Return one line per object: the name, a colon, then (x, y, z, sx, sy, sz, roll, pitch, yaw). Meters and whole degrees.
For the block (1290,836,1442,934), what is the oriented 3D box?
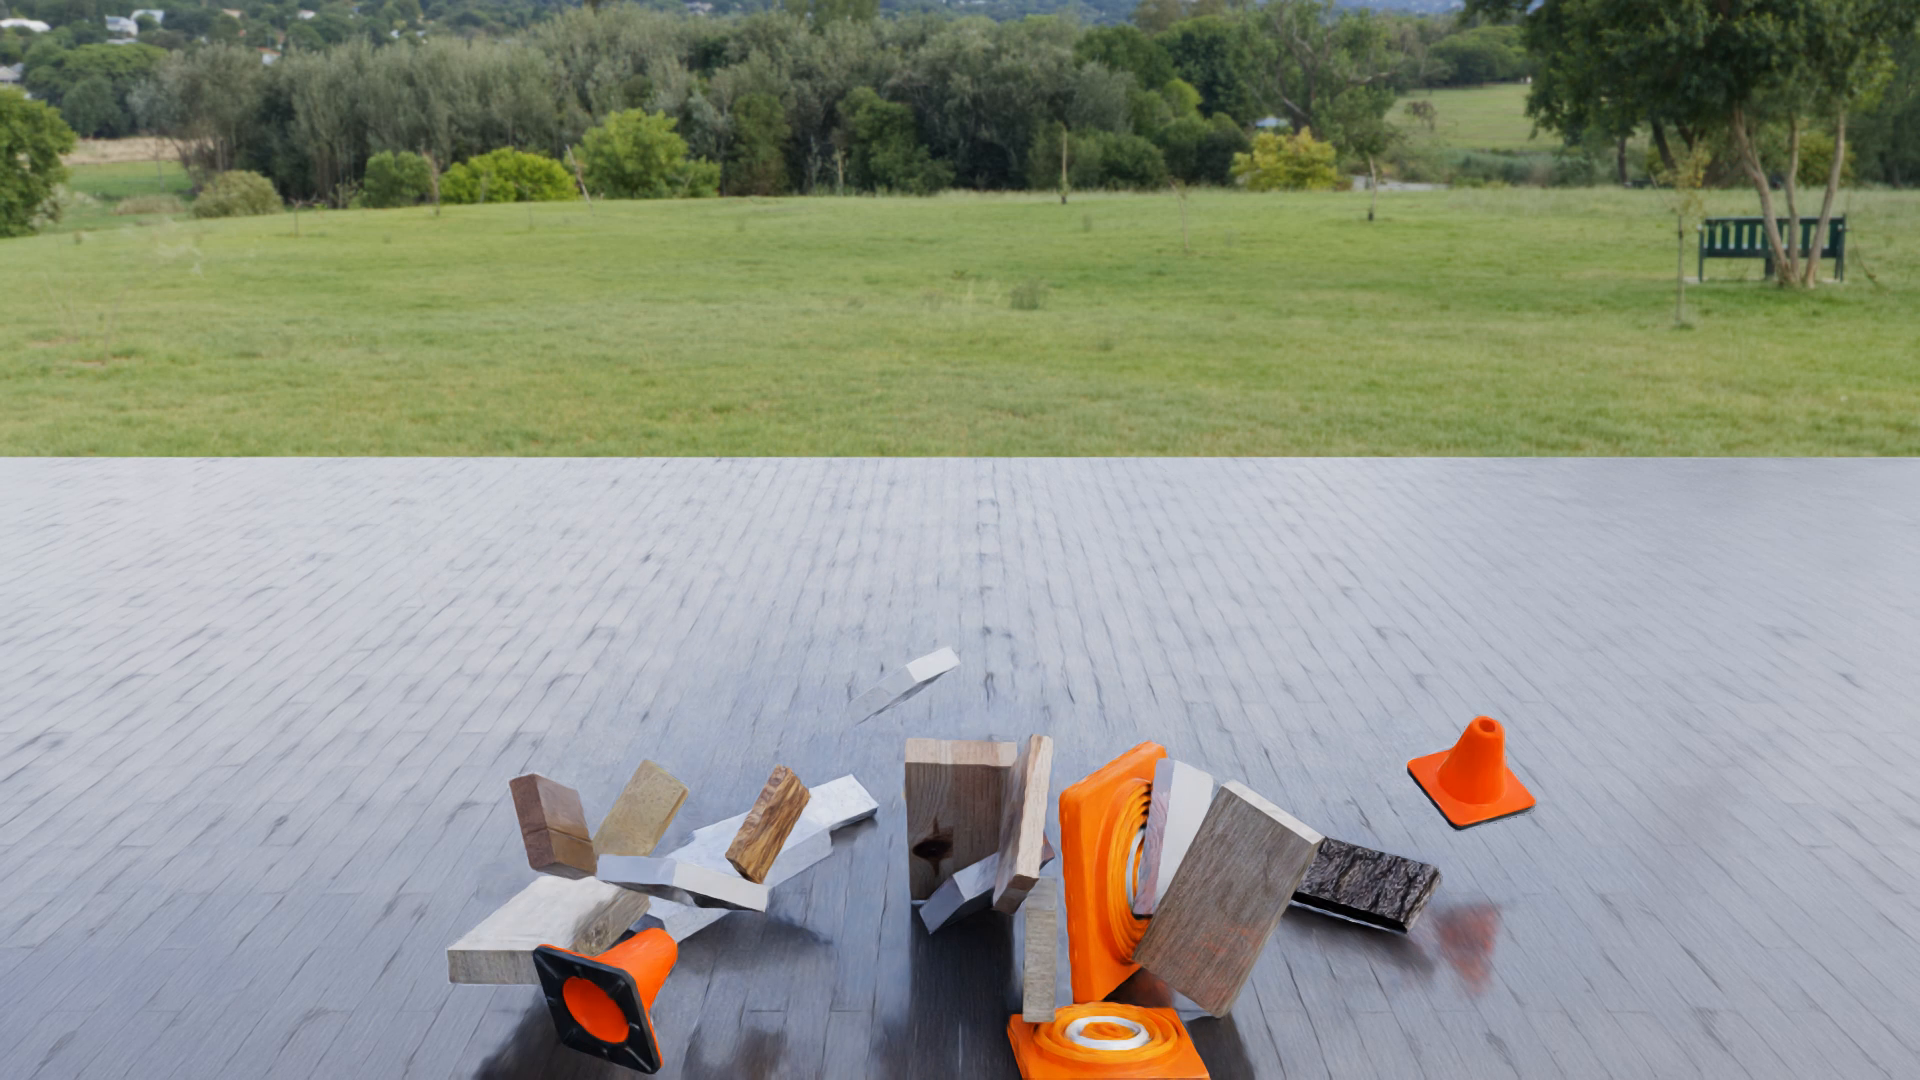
block: (0.650, 0.557, 3.573, 0.231, 0.033, 0.116, 10, 50, 43)

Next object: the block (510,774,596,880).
block: (-0.580, 0.414, 3.153, 0.036, 0.127, 0.255, -17, -13, 0)

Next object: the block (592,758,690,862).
block: (-0.488, 0.425, 3.327, 0.084, 0.167, 0.024, 32, -1, 22)

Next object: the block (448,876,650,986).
block: (-0.593, 0.565, 3.207, 0.172, 0.049, 0.345, -1, 8, 12)

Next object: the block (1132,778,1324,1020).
block: (0.380, 0.513, 3.140, 0.154, 0.308, 0.044, 32, 21, 21)

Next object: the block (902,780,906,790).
block: (-0.047, 0.440, 4.100, 0.114, 0.016, 0.057, -12, -10, -33)

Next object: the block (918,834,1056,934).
block: (0.038, 0.526, 3.366, 0.154, 0.044, 0.308, -24, -13, -18)

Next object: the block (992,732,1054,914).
block: (0.091, 0.407, 3.159, 0.033, 0.116, 0.231, 15, 52, -9)

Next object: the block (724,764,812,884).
block: (-0.294, 0.438, 3.378, 0.024, 0.084, 0.167, 11, 59, 33)

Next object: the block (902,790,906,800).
block: (-0.048, 0.489, 4.009, 0.057, 0.016, 0.114, -16, 47, -42)

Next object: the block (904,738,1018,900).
block: (0.004, 0.454, 3.522, 0.172, 0.345, 0.049, 2, 43, 3)

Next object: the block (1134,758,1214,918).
block: (0.320, 0.453, 3.284, 0.033, 0.231, 0.116, -1, -18, 37)

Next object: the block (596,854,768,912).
block: (-0.392, 0.488, 3.124, 0.127, 0.036, 0.255, -1, -17, 25)

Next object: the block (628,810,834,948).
block: (-0.395, 0.542, 3.587, 0.345, 0.049, 0.172, -26, 25, -38)

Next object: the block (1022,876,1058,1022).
block: (0.114, 0.580, 3.149, 0.044, 0.154, 0.308, 2, 0, 2)

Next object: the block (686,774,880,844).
block: (-0.310, 0.506, 3.932, 0.084, 0.024, 0.430, 46, 32, 21)

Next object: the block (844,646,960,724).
block: (-0.093, 0.241, 3.666, 0.127, 0.036, 0.255, -35, -6, 15)
